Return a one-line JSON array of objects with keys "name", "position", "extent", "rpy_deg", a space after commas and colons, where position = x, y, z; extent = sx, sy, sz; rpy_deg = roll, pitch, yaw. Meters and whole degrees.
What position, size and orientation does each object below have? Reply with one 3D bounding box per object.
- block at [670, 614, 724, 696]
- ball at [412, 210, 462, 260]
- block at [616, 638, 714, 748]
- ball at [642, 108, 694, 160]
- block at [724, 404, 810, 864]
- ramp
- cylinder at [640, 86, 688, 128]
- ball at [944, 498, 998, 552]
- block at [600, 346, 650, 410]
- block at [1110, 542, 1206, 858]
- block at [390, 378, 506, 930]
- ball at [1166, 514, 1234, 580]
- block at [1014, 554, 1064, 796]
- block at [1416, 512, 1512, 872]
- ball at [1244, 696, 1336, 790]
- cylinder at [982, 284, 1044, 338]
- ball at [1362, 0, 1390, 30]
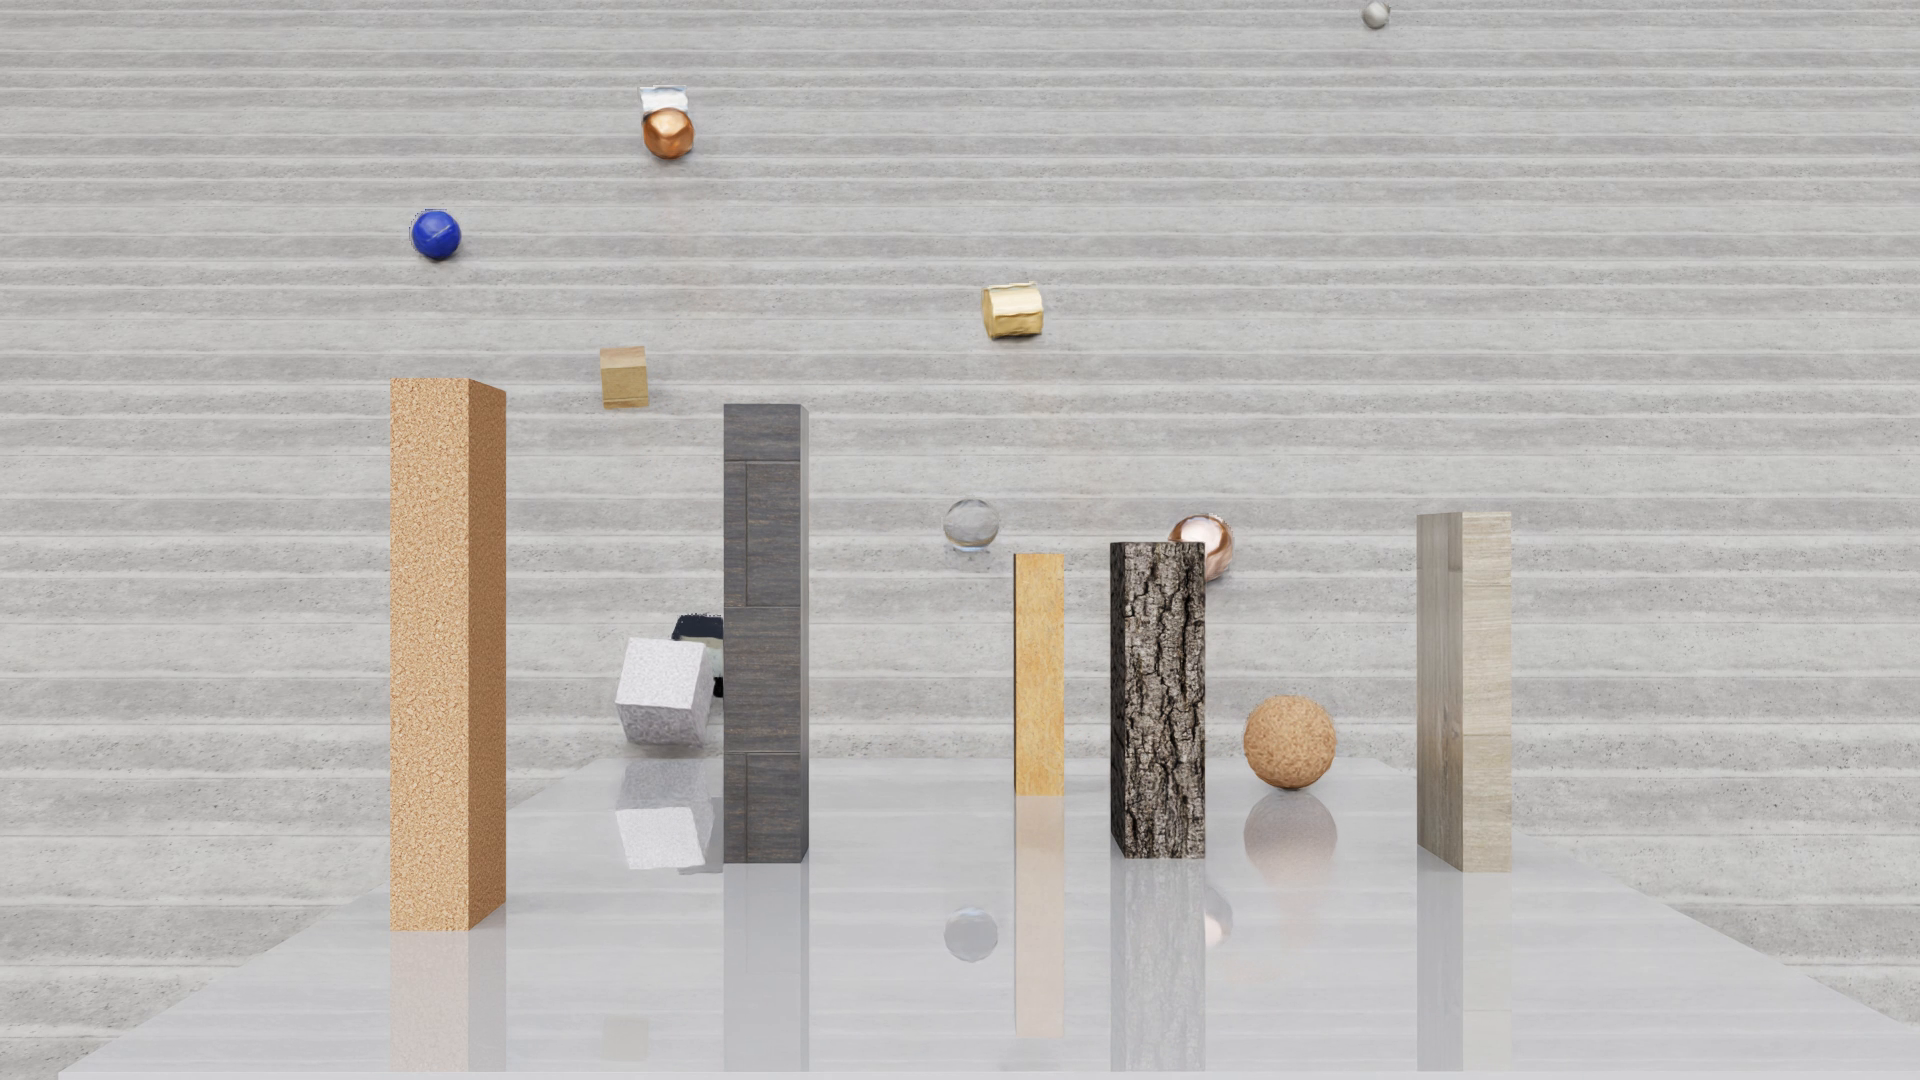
[{"name": "block", "position": [-0.704, 0.318, 7.103], "extent": [0.156, 0.156, 0.156], "rpy_deg": [4, 31, 6]}, {"name": "ball", "position": [-1.926, -1.123, 9.525], "extent": [0.178, 0.178, 0.178], "rpy_deg": [0, 31, 0]}, {"name": "block", "position": [-0.778, 0.404, 6.847], "extent": [0.201, 0.201, 0.201], "rpy_deg": [4, 56, 7]}, {"name": "ball", "position": [-1.165, -1.625, 10.349], "extent": [0.208, 0.208, 0.208], "rpy_deg": [0, 31, 0]}, {"name": "block", "position": [-0.340, 0.161, 4.570], "extent": [0.132, 0.789, 0.251], "rpy_deg": [0, 0, 0]}, {"name": "ramp", "position": [0.068, 0.606, 4.672], "extent": [2.000, 0.100, 4.000], "rpy_deg": [0, 0, 0]}, {"name": "cylinder", "position": [-1.212, -1.761, 10.598], "extent": [0.178, 0.178, 0.178], "rpy_deg": [-5, 31, -9]}, {"name": "ball", "position": [0.033, -0.044, 7.710], "extent": [0.162, 0.162, 0.162], "rpy_deg": [0, 31, 0]}, {"name": "block", "position": [-1.110, -0.538, 8.562], "extent": [0.149, 0.149, 0.149], "rpy_deg": [-4, 31, -7]}, {"name": "block", "position": [0.358, 0.280, 4.734], "extent": [0.139, 0.552, 0.447], "rpy_deg": [0, 0, 0]}, {"name": "block", "position": [-0.751, 0.162, 3.815], "extent": [0.110, 0.782, 0.306], "rpy_deg": [0, 0, 0]}, {"name": "ball", "position": [0.701, 0.024, 7.562], "extent": [0.197, 0.197, 0.197], "rpy_deg": [0, 31, 0]}, {"name": "block", "position": [0.175, 0.295, 5.799], "extent": [0.105, 0.529, 0.274], "rpy_deg": [0, 0, 0]}, {"name": "block", "position": [0.878, 0.254, 4.527], "extent": [0.081, 0.602, 0.432], "rpy_deg": [0, 0, 0]}, {"name": "ball", "position": [0.741, 0.456, 5.812], "extent": [0.208, 0.208, 0.208], "rpy_deg": [0, 31, 0]}, {"name": "cylinder", "position": [0.182, -0.793, 8.969], "extent": [0.173, 0.173, 0.173], "rpy_deg": [-7, 31, -12]}, {"name": "ball", "position": [1.878, -2.372, 11.697], "extent": [0.125, 0.125, 0.125], "rpy_deg": [0, 31, 0]}]
